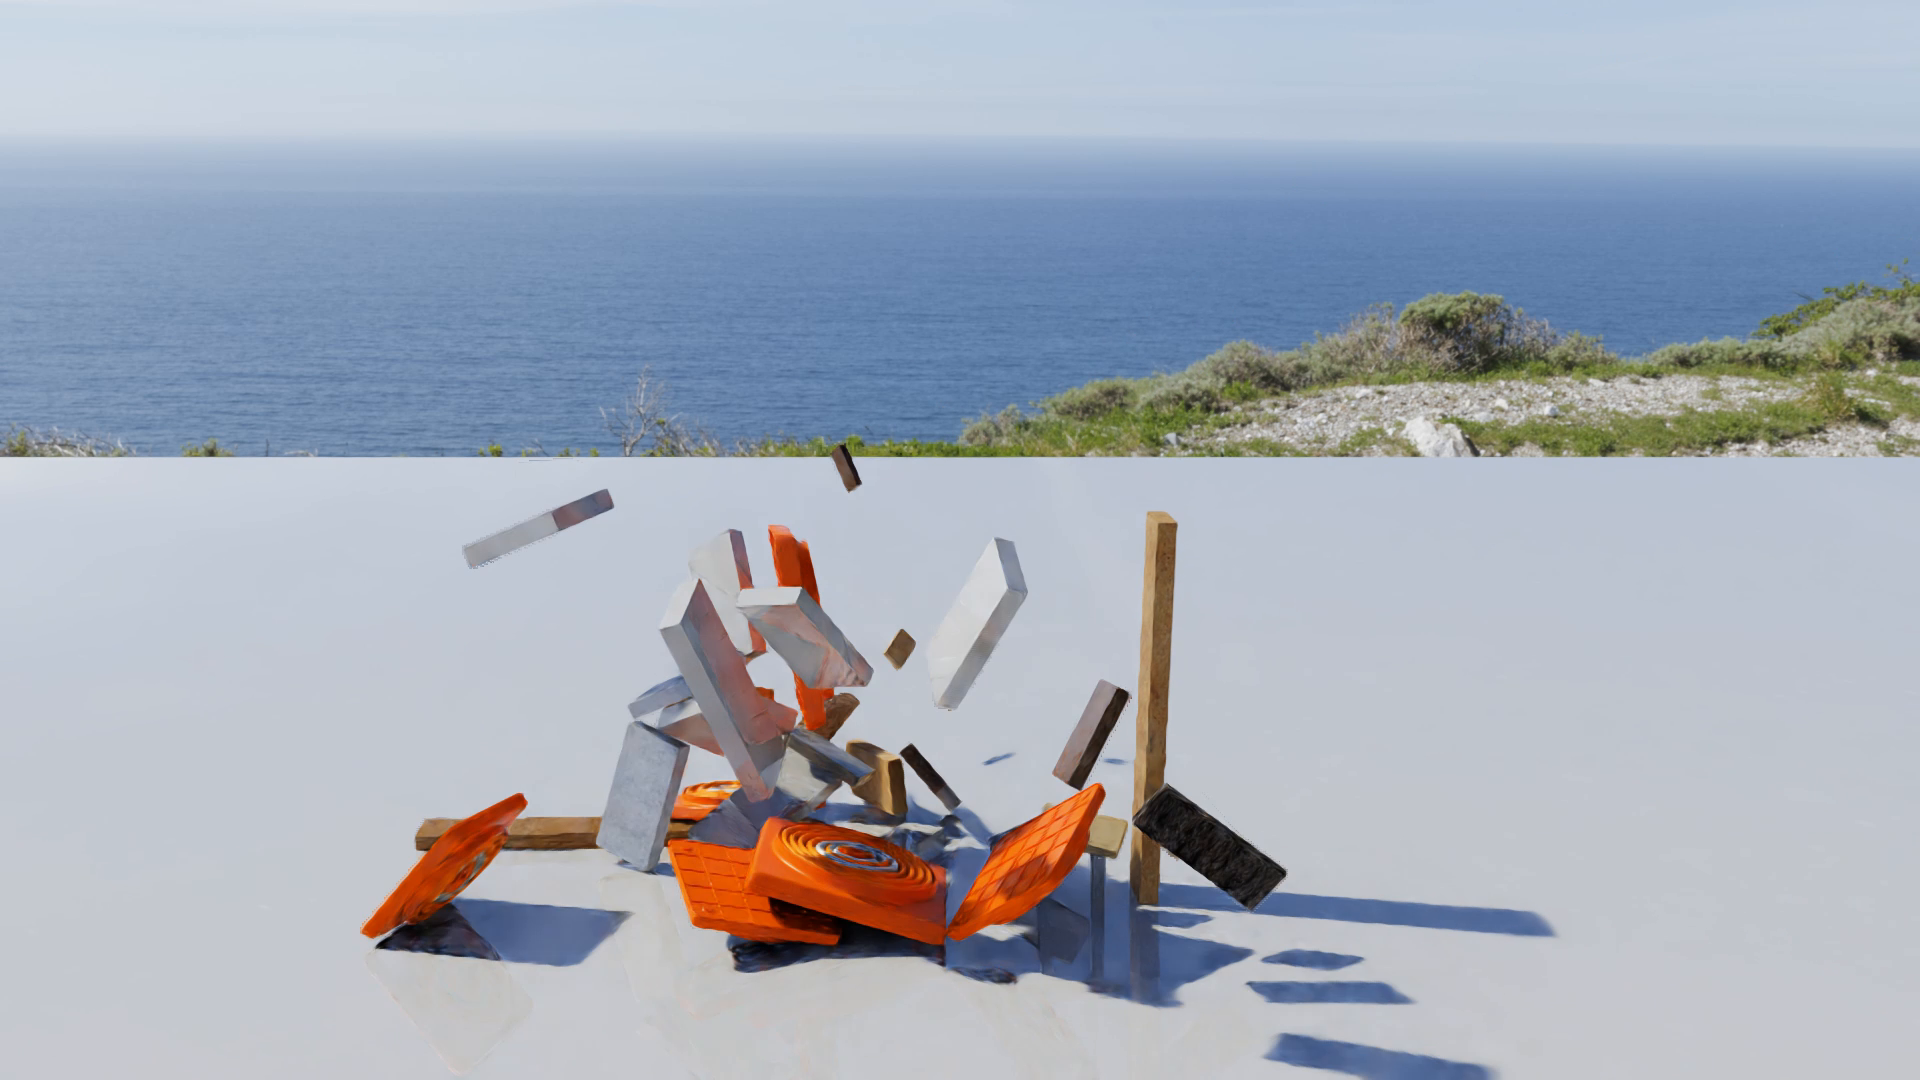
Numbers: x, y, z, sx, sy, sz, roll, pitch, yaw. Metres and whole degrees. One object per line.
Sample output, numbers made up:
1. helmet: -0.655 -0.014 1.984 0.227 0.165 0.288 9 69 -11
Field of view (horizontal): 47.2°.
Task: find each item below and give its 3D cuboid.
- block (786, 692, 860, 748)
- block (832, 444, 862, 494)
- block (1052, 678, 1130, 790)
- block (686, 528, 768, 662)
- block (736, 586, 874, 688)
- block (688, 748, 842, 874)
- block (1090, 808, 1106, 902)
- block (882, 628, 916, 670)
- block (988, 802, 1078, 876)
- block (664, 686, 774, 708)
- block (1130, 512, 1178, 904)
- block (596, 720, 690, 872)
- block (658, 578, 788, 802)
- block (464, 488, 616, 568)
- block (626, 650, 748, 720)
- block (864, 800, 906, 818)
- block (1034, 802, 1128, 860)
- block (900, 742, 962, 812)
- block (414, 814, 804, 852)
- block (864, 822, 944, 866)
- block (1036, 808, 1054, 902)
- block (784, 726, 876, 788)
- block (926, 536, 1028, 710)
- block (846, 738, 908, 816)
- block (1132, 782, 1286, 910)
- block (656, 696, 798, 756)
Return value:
1. block: -0.279 0.367 4.088 0.029 0.202 0.101 48 26 21
2. block: -0.231 -0.145 4.473 0.013 0.091 0.045 -17 -13 -33
3. block: 0.194 0.288 3.267 0.023 0.161 0.081 28 -2 -16
4. block: -0.409 0.109 3.852 0.114 0.229 0.032 -28 -23 36
5. block: -0.233 0.149 3.325 0.111 0.221 0.031 -4 51 32
6. block: -0.339 0.468 3.838 0.114 0.032 0.280 27 43 25
7. block: 0.230 0.523 3.655 0.019 0.137 0.068 0 11 0
8. block: -0.123 0.222 4.471 0.013 0.045 0.091 -38 11 34
9. block: 0.138 0.506 3.721 0.161 0.081 0.023 -26 36 14
10. block: -0.412 0.276 3.750 0.097 0.027 0.194 15 -21 -38
11. block: 0.317 0.276 3.617 0.031 0.635 0.111 1 10 -5
12. block: -0.546 0.440 3.781 0.114 0.229 0.032 22 13 27
13. block: -0.367 0.237 3.437 0.037 0.339 0.131 -16 27 17
14. block: -0.724 -0.020 3.779 0.262 0.037 0.131 -19 6 42
15. block: -0.461 0.245 3.726 0.193 0.027 0.097 -23 7 27
16. block: -0.143 0.490 4.146 0.078 0.022 0.157 -1 11 -3
17. block: 0.196 0.471 3.561 0.137 0.019 0.068 11 43 14
18. block: -0.052 0.436 4.026 0.029 0.101 0.202 -41 -17 -5
19. block: -0.623 0.524 3.949 0.685 0.027 0.097 -1 11 -3
20. block: -0.099 0.537 3.895 0.078 0.022 0.157 5 12 25
21. block: 0.142 0.520 3.638 0.019 0.137 0.068 3 22 -2
22. block: -0.233 0.384 3.901 0.157 0.022 0.078 31 13 15
23. block: 0.021 0.115 3.029 0.031 0.221 0.111 16 34 -23
24. block: -0.155 0.436 4.065 0.029 0.101 0.202 -10 10 -24
25. block: 0.383 0.472 3.384 0.235 0.081 0.023 36 24 -7
26. block: -0.393 0.303 3.687 0.131 0.037 0.262 26 -26 -25
